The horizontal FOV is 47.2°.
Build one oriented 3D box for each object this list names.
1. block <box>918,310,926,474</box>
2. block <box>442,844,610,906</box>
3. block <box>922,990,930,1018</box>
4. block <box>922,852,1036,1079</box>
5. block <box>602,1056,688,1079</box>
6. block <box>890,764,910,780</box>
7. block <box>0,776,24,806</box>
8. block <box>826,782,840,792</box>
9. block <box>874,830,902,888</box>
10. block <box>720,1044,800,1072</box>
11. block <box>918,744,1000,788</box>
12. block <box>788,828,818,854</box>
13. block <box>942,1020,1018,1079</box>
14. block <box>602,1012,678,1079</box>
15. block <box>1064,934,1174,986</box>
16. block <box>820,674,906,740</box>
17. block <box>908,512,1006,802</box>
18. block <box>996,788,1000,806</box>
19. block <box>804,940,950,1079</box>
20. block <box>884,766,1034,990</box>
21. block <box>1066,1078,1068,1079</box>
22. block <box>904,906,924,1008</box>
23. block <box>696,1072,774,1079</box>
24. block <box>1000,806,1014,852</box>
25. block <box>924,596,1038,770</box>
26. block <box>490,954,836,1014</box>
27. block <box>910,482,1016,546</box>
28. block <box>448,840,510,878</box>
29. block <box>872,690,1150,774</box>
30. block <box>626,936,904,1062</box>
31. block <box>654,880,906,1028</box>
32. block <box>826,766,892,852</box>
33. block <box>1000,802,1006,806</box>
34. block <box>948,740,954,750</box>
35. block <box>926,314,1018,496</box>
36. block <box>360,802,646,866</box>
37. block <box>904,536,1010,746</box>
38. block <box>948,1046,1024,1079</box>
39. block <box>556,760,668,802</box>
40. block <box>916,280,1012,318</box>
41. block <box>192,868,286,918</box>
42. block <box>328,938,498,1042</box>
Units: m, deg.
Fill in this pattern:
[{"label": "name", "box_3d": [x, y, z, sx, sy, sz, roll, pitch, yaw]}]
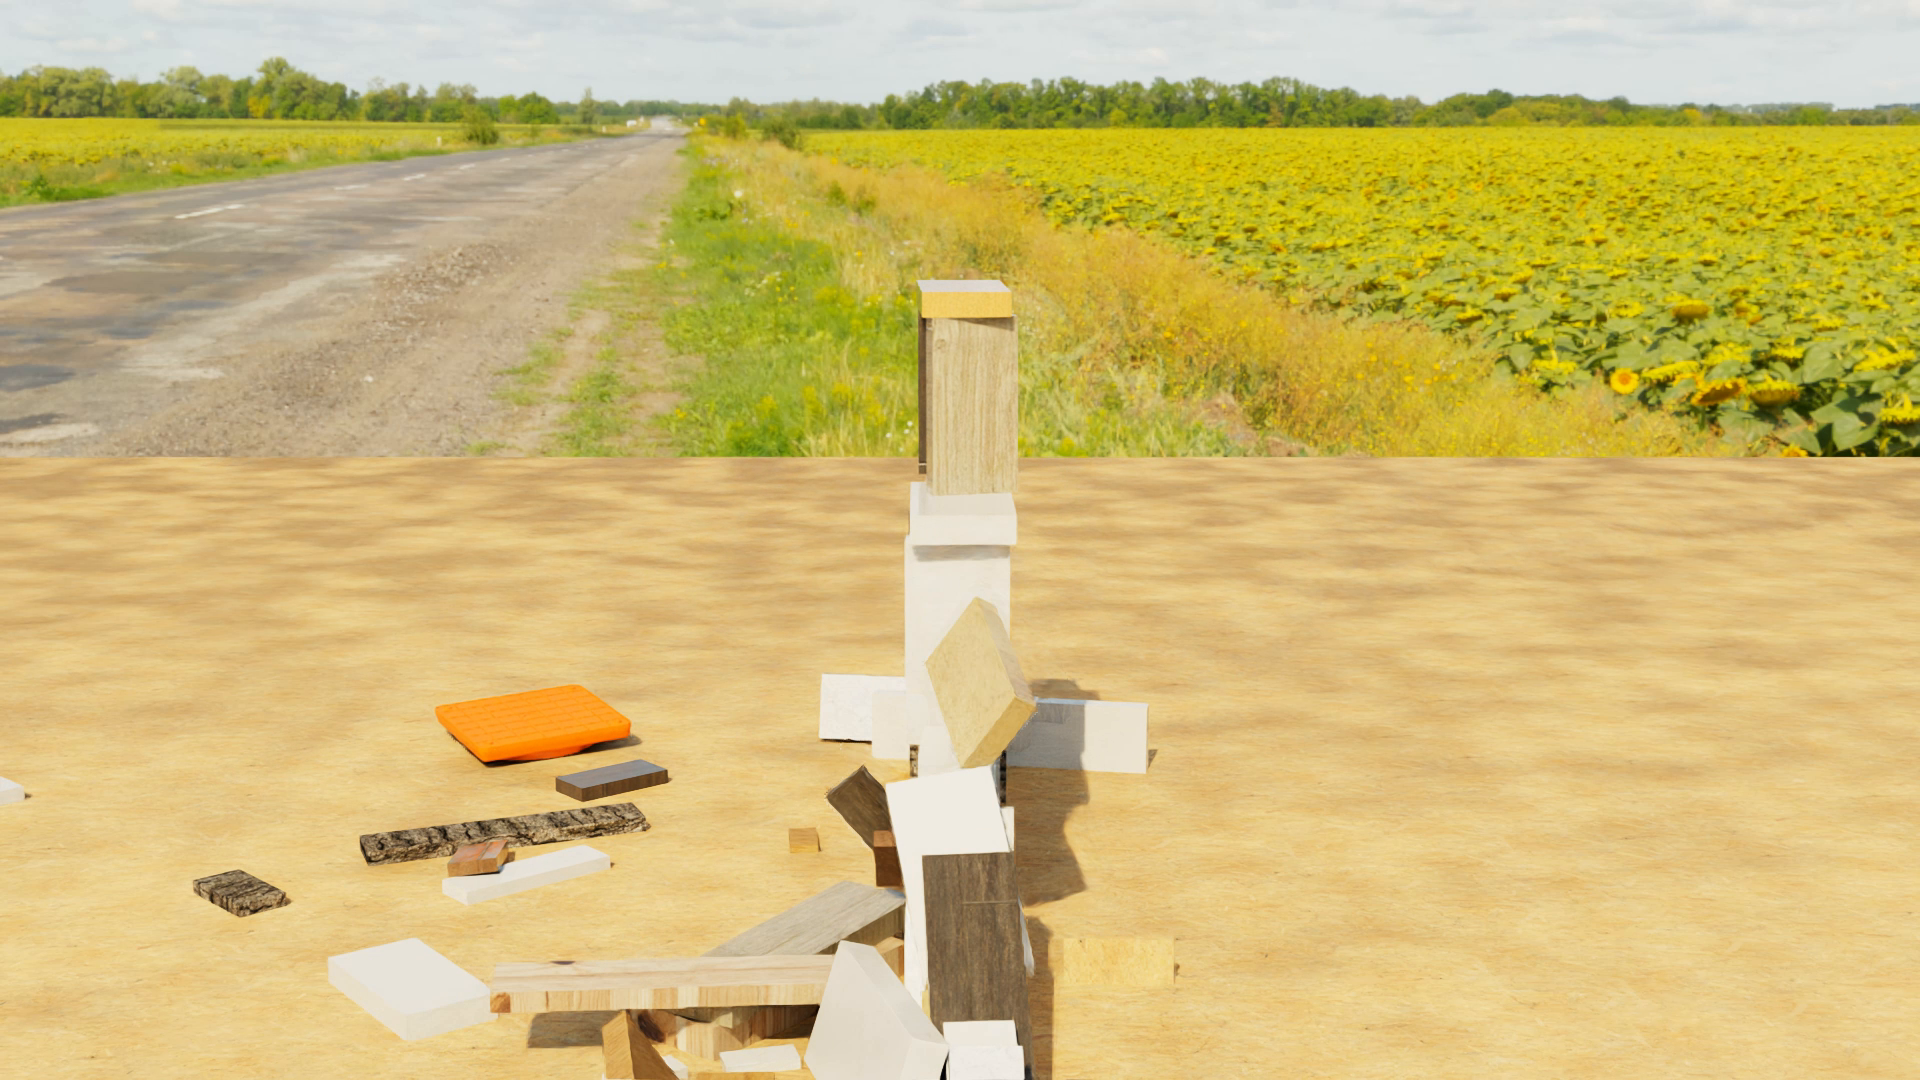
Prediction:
[{"label": "block", "box_3d": [0.000, -0.258, 3.781, 0.144, 0.287, 0.041, 0, 11, -1]}, {"label": "block", "box_3d": [-0.733, 0.567, 3.731, 0.277, 0.023, 0.082, -9, 14, -41]}, {"label": "block", "box_3d": [0.002, 0.654, 2.862, 0.106, 0.030, 0.212, 0, 18, 0]}, {"label": "block", "box_3d": [0.022, 0.569, 2.857, 0.126, 0.036, 0.404, -2, 39, -2]}, {"label": "block", "box_3d": [-0.421, 0.717, 2.945, 0.103, 0.015, 0.051, -8, 13, -35]}, {"label": "block", "box_3d": [-0.085, 0.456, 4.354, 0.099, 0.014, 0.050, -8, 13, -35]}, {"label": "block", "box_3d": [-1.880, 0.488, 4.141, 0.097, 0.027, 0.193, 10, 14, 42]}, {"label": "block", "box_3d": [-0.217, 0.484, 4.200, 0.049, 0.014, 0.099, -4, 11, -20]}, {"label": "block", "box_3d": [-0.025, 0.481, 3.331, 0.206, 0.103, 0.029, -1, 45, 1]}, {"label": "block", "box_3d": [-0.272, 0.708, 2.992, 0.103, 0.015, 0.051, -3, 11, -16]}, {"label": "block", "box_3d": [-0.001, 0.341, 3.514, 0.127, 0.036, 0.255, 0, 11, 0]}, {"label": "block", "box_3d": [-0.279, 0.536, 3.923, 0.050, 0.014, 0.099, -1, 11, -6]}, {"label": "block", "box_3d": [0.028, 0.652, 2.672, 0.089, 0.025, 0.178, -1, 26, -3]}, {"label": "block", "box_3d": [-0.378, 0.677, 2.668, 0.036, 0.126, 0.251, -35, 15, -3]}, {"label": "block", "box_3d": [0.236, 0.626, 3.275, 0.163, 0.073, 0.021, 0, 11, 2]}, {"label": "block", "box_3d": [-0.155, 0.351, 4.575, 0.267, 0.134, 0.038, 2, -4, 10]}, {"label": "block", "box_3d": [-0.003, 0.200, 3.718, 0.165, 0.493, 0.047, 0, 10, 0]}, {"label": "block", "box_3d": [-0.001, 0.500, 3.456, 0.127, 0.255, 0.036, 0, 11, 0]}, {"label": "block", "box_3d": [-0.112, 0.657, 2.817, 0.049, 0.173, 0.346, 15, 5, -20]}, {"label": "block", "box_3d": [-0.003, 0.468, 3.043, 0.151, 0.301, 0.043, -9, -31, -6]}, {"label": "block", "box_3d": [0.185, 0.740, 2.781, 0.103, 0.029, 0.206, 1, 11, 3]}, {"label": "block", "box_3d": [0.000, 0.581, 3.024, 0.151, 0.302, 0.043, 0, -32, 0]}, {"label": "block", "box_3d": [-0.298, 0.723, 2.914, 0.103, 0.015, 0.051, 0, 11, -2]}, {"label": "block", "box_3d": [0.001, 0.534, 3.141, 0.151, 0.301, 0.043, 0, -2, 0]}, {"label": "block", "box_3d": [0.028, 0.216, 3.292, 0.039, 0.139, 0.278, 27, 20, -26]}, {"label": "block", "box_3d": [-0.391, 0.606, 3.009, 0.487, 0.029, 0.103, 0, 11, -7]}, {"label": "block", "box_3d": [0.002, -0.045, 3.561, 0.165, 0.047, 0.330, 0, 11, -1]}, {"label": "block", "box_3d": [-0.824, 0.545, 3.765, 0.082, 0.023, 0.164, -7, 3, -5]}, {"label": "block", "box_3d": [0.099, 0.383, 4.416, 0.558, 0.134, 0.038, 2, 11, 12]}, {"label": "block", "box_3d": [-0.275, 0.650, 3.213, 0.173, 0.049, 0.415, 8, 13, 38]}, {"label": "block", "box_3d": [-0.247, 0.601, 3.233, 0.139, 0.039, 0.488, 6, 12, 30]}, {"label": "block", "box_3d": [-0.130, 0.426, 3.387, 0.073, 0.147, 0.021, -39, 7, 12]}, {"label": "block", "box_3d": [-0.004, 0.346, 4.022, 0.175, 0.351, 0.050, 0, 11, 0]}, {"label": "block", "box_3d": [0.028, 0.258, 3.449, 0.073, 0.147, 0.021, -1, 19, -22]}, {"label": "block", "box_3d": [0.020, -0.221, 3.585, 0.144, 0.289, 0.041, -3, 11, -15]}, {"label": "block", "box_3d": [-0.816, 0.526, 3.941, 0.494, 0.027, 0.097, -5, 11, -23]}, {"label": "block", "box_3d": [-0.003, 0.160, 3.489, 0.165, 0.330, 0.047, 0, 11, 2]}, {"label": "block", "box_3d": [0.033, 0.664, 2.591, 0.089, 0.025, 0.178, 0, 26, -1]}, {"label": "block", "box_3d": [-0.674, 0.466, 4.263, 0.193, 0.027, 0.097, -9, 14, -40]}, {"label": "block", "box_3d": [0.003, -0.403, 3.663, 0.144, 0.041, 0.287, -1, 11, -3]}, {"label": "block", "box_3d": [-1.192, 0.584, 3.638, 0.082, 0.023, 0.164, -10, 15, -44]}, {"label": "block", "box_3d": [-0.802, 0.654, 3.215, 0.139, 0.039, 0.278, -8, 13, -37]}]
